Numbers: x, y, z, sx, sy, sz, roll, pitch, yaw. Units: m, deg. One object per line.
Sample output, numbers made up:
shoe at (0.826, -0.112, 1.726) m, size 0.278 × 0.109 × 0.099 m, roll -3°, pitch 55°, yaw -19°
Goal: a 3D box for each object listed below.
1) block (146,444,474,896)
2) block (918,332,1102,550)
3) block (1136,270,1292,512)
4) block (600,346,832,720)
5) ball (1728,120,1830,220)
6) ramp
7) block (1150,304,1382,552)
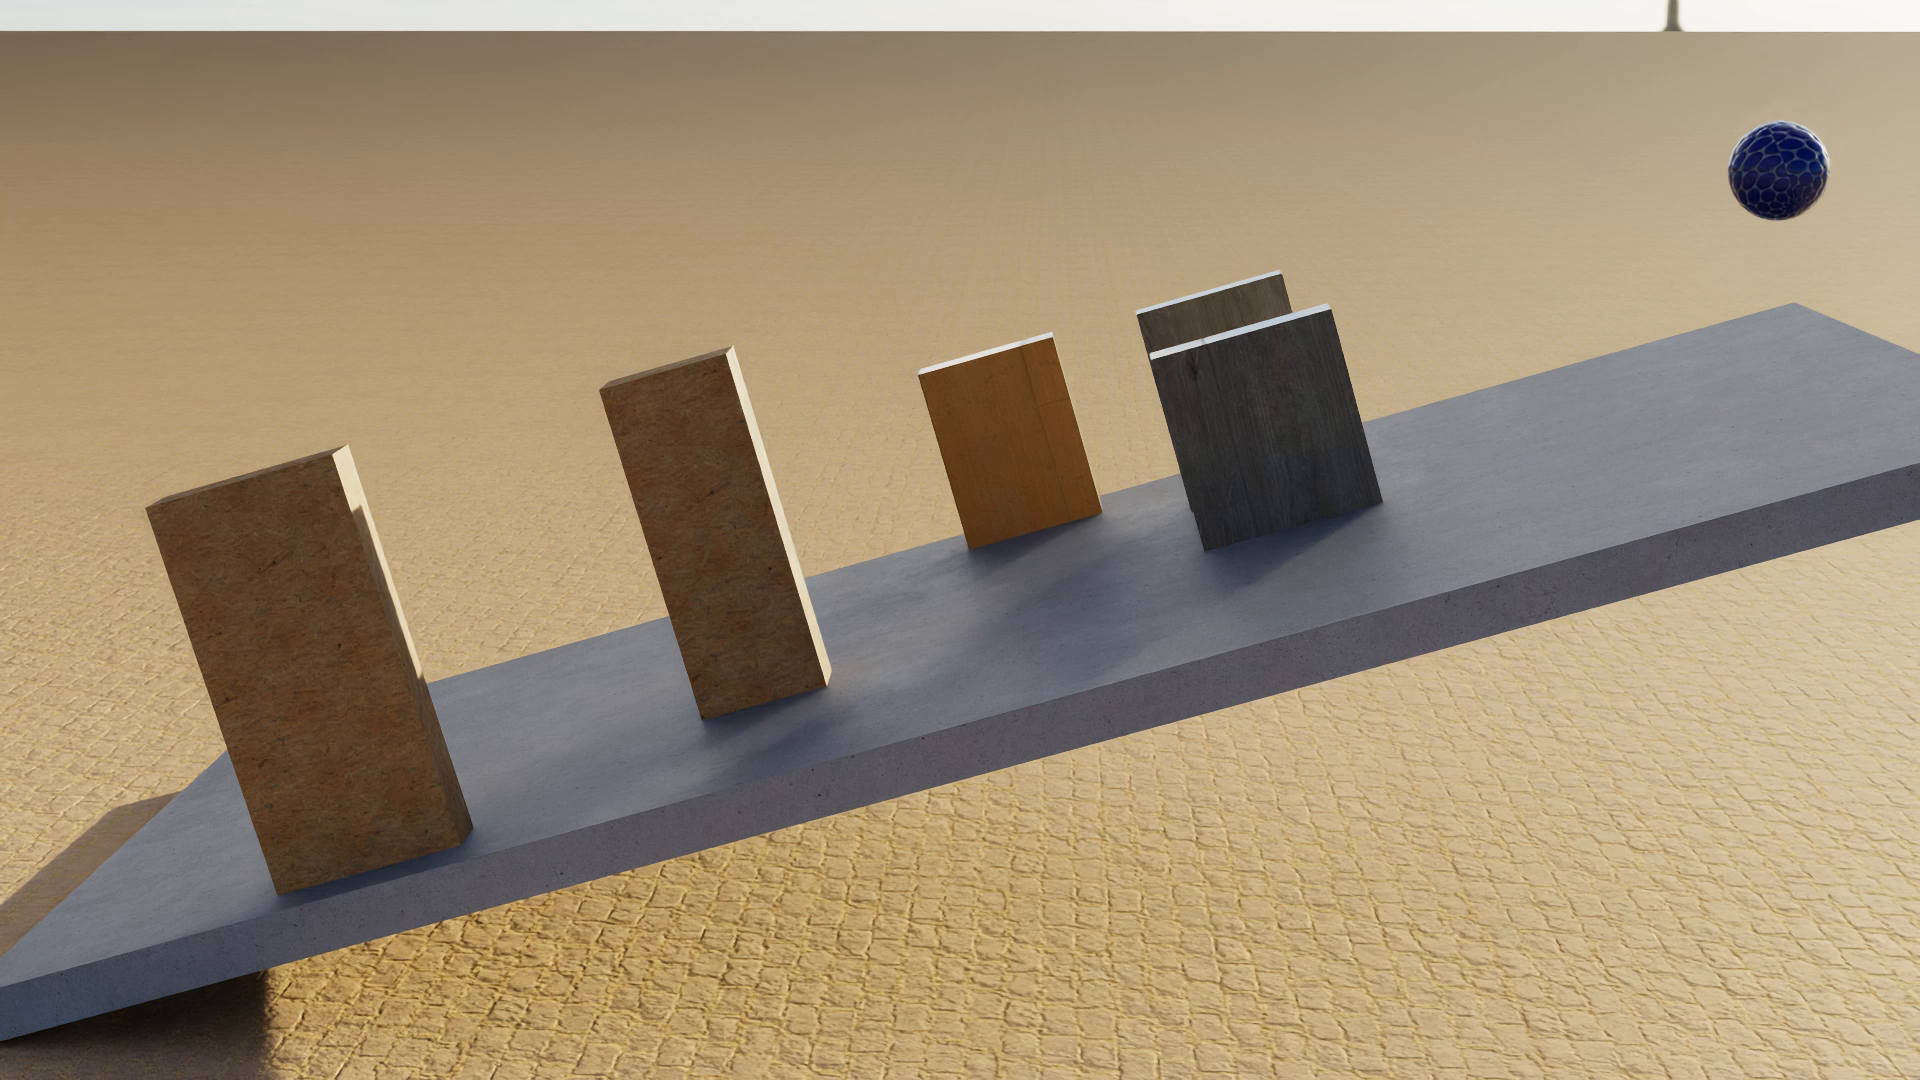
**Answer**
block at (-1.221, 0.247, 5.549) m, size 0.367 × 0.774 × 0.122 m, roll -16°, pitch 10°, yaw 5°
block at (0.122, -0.239, 7.067) m, size 0.333 × 0.439 × 0.107 m, roll -16°, pitch 10°, yaw 5°
block at (0.627, -0.338, 6.698) m, size 0.339 × 0.471 × 0.081 m, roll -16°, pitch 10°, yaw 5°
block at (-0.496, -0.014, 6.017) m, size 0.267 × 0.708 × 0.137 m, roll -16°, pitch 10°, yaw 5°
ball at (1.665, -0.751, 5.980) m, size 0.202 × 0.202 × 0.202 m, roll 0°, pitch 11°, yaw 0°
ramp at (0.088, 0.188, 6.322) m, size 4.000 × 0.100 × 2.000 m, roll -16°, pitch 10°, yaw 5°
block at (0.648, -0.238, 6.234) m, size 0.390 × 0.426 × 0.108 m, roll -16°, pitch 10°, yaw 5°
